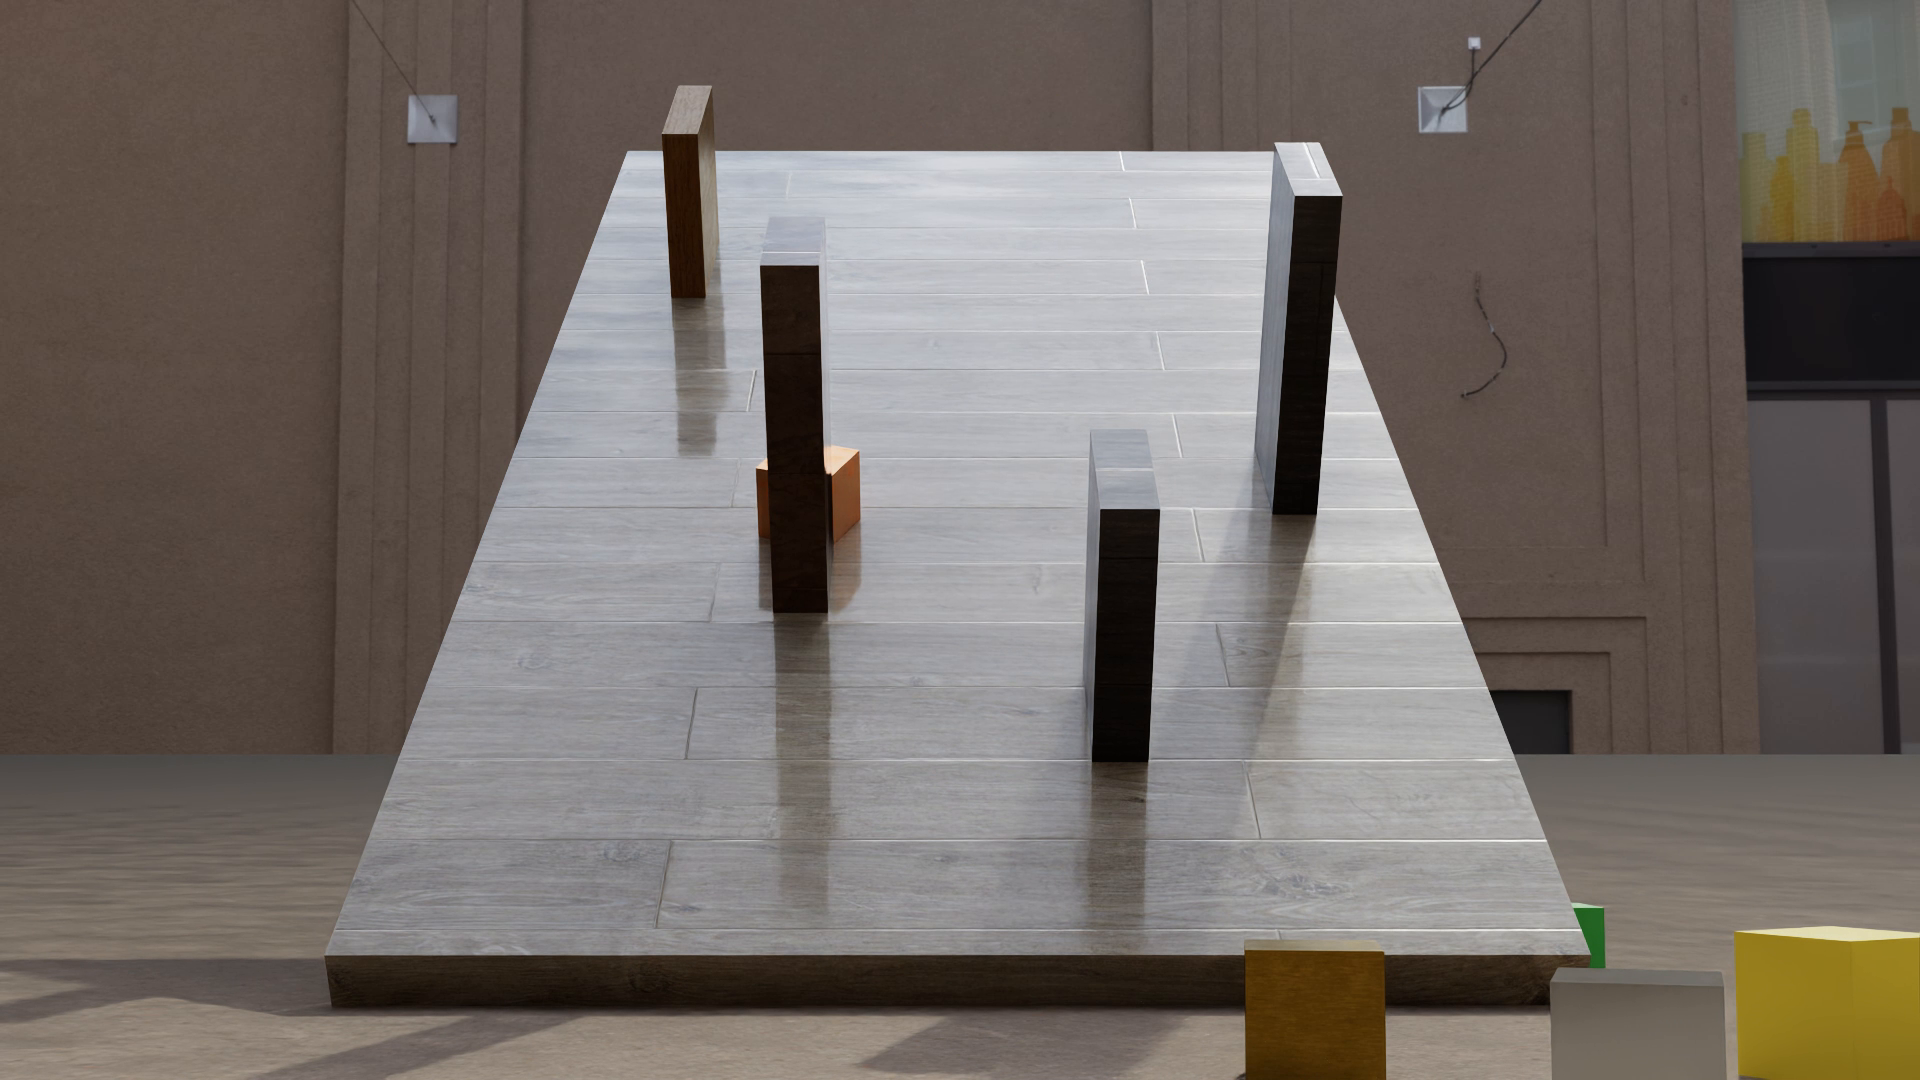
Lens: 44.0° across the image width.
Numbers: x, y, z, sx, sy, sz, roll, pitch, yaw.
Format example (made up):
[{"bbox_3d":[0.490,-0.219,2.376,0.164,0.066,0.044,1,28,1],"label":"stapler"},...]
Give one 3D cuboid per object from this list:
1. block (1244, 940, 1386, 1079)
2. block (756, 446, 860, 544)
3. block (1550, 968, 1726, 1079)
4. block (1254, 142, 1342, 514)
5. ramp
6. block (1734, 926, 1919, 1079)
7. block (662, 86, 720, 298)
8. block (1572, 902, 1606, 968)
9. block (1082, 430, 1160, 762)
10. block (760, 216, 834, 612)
[{"bbox_3d":[0.437,0.585,2.942,0.167,0.167,0.167,-1,-5,6],"label":"block"},{"bbox_3d":[-0.319,-0.098,5.023,0.162,0.162,0.162,11,29,20],"label":"block"},{"bbox_3d":[0.712,0.544,2.493,0.171,0.171,0.171,-2,-5,17],"label":"block"},{"bbox_3d":[0.721,-0.452,5.106,0.096,0.720,0.339,0,28,0],"label":"block"},{"bbox_3d":[-0.011,-0.225,5.552,2.000,0.100,4.000,0,28,0],"label":"ramp"},{"bbox_3d":[1.102,0.582,2.970,0.179,0.179,0.179,3,-6,-30],"label":"block"},{"bbox_3d":[-0.711,-0.927,6.307,0.091,0.444,0.418,0,28,0],"label":"block"},{"bbox_3d":[1.060,0.716,4.231,0.131,0.131,0.131,0,-5,-5],"label":"block"},{"bbox_3d":[0.286,0.098,4.277,0.102,0.507,0.321,0,28,0],"label":"block"},{"bbox_3d":[-0.317,-0.242,4.680,0.109,0.735,0.263,0,28,0],"label":"block"}]
